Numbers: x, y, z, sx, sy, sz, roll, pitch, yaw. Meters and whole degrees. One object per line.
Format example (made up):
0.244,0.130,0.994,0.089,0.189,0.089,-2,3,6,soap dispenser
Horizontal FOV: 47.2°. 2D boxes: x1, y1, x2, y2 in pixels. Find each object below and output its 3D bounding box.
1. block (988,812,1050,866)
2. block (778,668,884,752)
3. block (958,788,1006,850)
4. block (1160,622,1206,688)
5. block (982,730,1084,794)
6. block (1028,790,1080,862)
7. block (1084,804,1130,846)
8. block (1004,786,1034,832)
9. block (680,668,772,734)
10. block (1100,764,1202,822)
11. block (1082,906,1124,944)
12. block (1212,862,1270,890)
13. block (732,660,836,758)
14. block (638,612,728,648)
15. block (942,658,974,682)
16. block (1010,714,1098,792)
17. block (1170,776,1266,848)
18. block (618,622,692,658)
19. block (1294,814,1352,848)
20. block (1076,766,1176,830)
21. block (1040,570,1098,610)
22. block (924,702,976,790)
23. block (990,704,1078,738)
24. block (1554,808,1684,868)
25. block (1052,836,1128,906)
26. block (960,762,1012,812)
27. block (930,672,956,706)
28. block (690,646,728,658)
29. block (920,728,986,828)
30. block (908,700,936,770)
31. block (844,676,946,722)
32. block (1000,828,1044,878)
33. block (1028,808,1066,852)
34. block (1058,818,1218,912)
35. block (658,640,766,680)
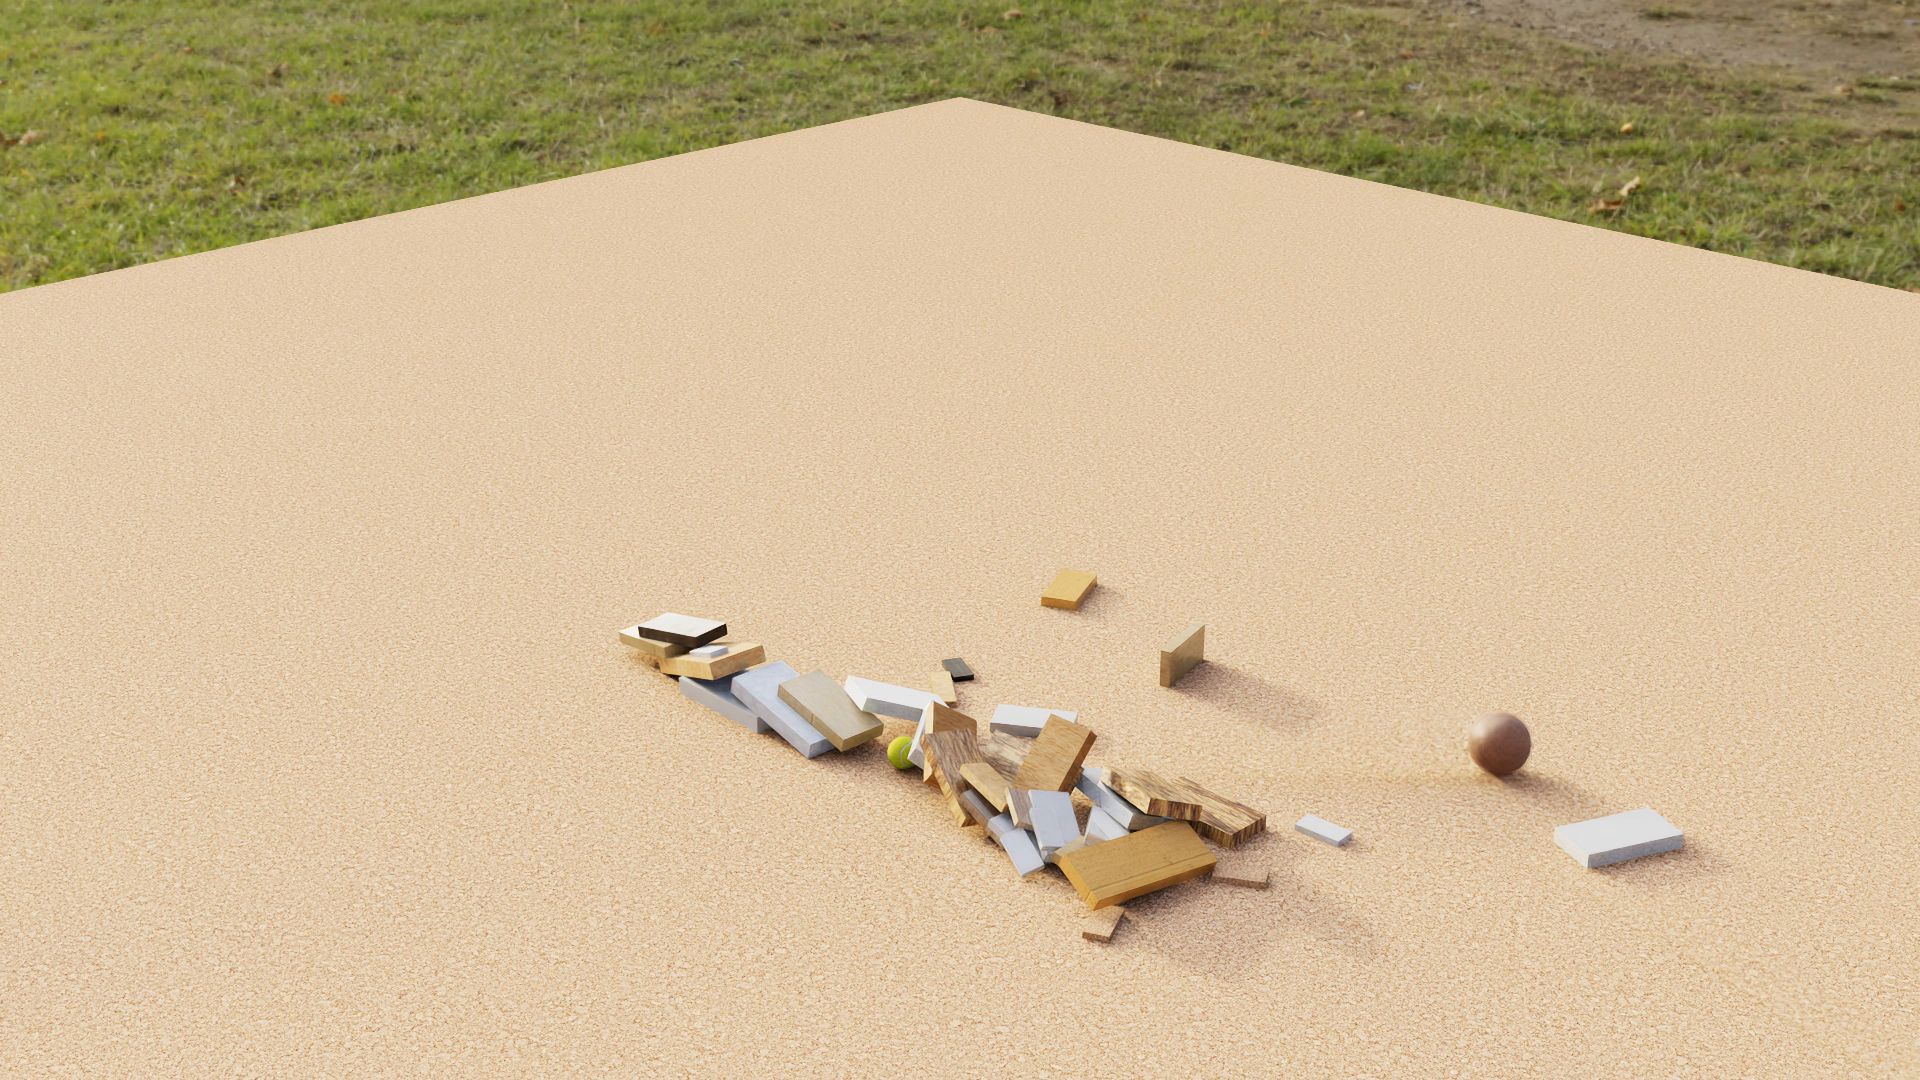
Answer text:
0.128,0.584,4.308,0.070,0.020,0.139,-20,47,-40,block
-0.279,0.364,4.732,0.113,0.032,0.225,-19,42,-38,block
0.068,0.547,4.369,0.070,0.020,0.139,-22,57,-41,block
0.509,0.262,5.030,0.025,0.089,0.177,13,26,29,block
0.137,0.477,4.505,0.222,0.031,0.111,19,74,39,block
0.188,0.562,4.314,0.083,0.023,0.166,7,40,-19,block
0.290,0.572,4.309,0.083,0.023,0.166,23,13,2,block
0.120,0.528,4.316,0.049,0.014,0.097,19,31,-27,block
-0.487,0.346,4.897,0.136,0.039,0.272,-21,31,-40,block
0.378,0.501,4.368,0.115,0.033,0.230,11,7,-21,block
0.266,0.709,4.071,0.051,0.015,0.103,8,24,19,block
0.539,0.644,4.224,0.103,0.015,0.051,6,24,14,block
-0.359,0.365,4.774,0.136,0.039,0.272,-19,42,-39,block
-0.636,0.206,5.036,0.194,0.028,0.097,8,22,40,block
-0.005,0.297,5.043,0.047,0.013,0.094,-7,24,-17,block
0.179,0.466,4.442,0.107,0.030,0.214,21,75,40,block
0.494,0.547,4.430,0.111,0.031,0.222,-21,31,-40,block
-0.695,0.228,5.083,0.097,0.028,0.194,-20,21,-36,block
0.723,0.579,4.377,0.103,0.015,0.051,19,30,38,block
0.323,0.522,4.436,0.115,0.033,0.230,12,13,-35,block
0.271,0.122,5.440,0.089,0.025,0.177,8,24,19,block
-0.019,0.437,4.554,0.107,0.030,0.214,26,35,-19,block
0.161,0.398,4.792,0.177,0.025,0.089,5,24,12,block
1.299,0.587,4.337,0.222,0.031,0.111,-8,24,-19,block
0.266,0.631,4.201,0.166,0.023,0.083,31,36,31,block
0.068,0.493,4.383,0.070,0.020,0.140,3,28,-45,block
-0.039,0.336,4.952,0.047,0.013,0.147,-2,23,-5,block
-0.560,0.250,4.906,0.047,0.013,0.094,-19,11,-34,block
0.009,0.480,4.451,0.107,0.030,0.214,-4,49,-31,block
-0.039,0.428,4.638,0.112,0.032,0.225,34,23,-7,block
-0.130,0.353,4.779,0.225,0.032,0.113,14,15,-29,block
0.120,0.604,4.254,0.049,0.014,0.097,-23,52,-11,block
0.169,0.563,4.273,0.049,0.014,0.097,5,40,-21,block
0.341,0.615,4.182,0.302,0.033,0.115,-11,49,-36,block
-0.562,0.268,4.961,0.136,0.039,0.272,-19,10,-31,block
